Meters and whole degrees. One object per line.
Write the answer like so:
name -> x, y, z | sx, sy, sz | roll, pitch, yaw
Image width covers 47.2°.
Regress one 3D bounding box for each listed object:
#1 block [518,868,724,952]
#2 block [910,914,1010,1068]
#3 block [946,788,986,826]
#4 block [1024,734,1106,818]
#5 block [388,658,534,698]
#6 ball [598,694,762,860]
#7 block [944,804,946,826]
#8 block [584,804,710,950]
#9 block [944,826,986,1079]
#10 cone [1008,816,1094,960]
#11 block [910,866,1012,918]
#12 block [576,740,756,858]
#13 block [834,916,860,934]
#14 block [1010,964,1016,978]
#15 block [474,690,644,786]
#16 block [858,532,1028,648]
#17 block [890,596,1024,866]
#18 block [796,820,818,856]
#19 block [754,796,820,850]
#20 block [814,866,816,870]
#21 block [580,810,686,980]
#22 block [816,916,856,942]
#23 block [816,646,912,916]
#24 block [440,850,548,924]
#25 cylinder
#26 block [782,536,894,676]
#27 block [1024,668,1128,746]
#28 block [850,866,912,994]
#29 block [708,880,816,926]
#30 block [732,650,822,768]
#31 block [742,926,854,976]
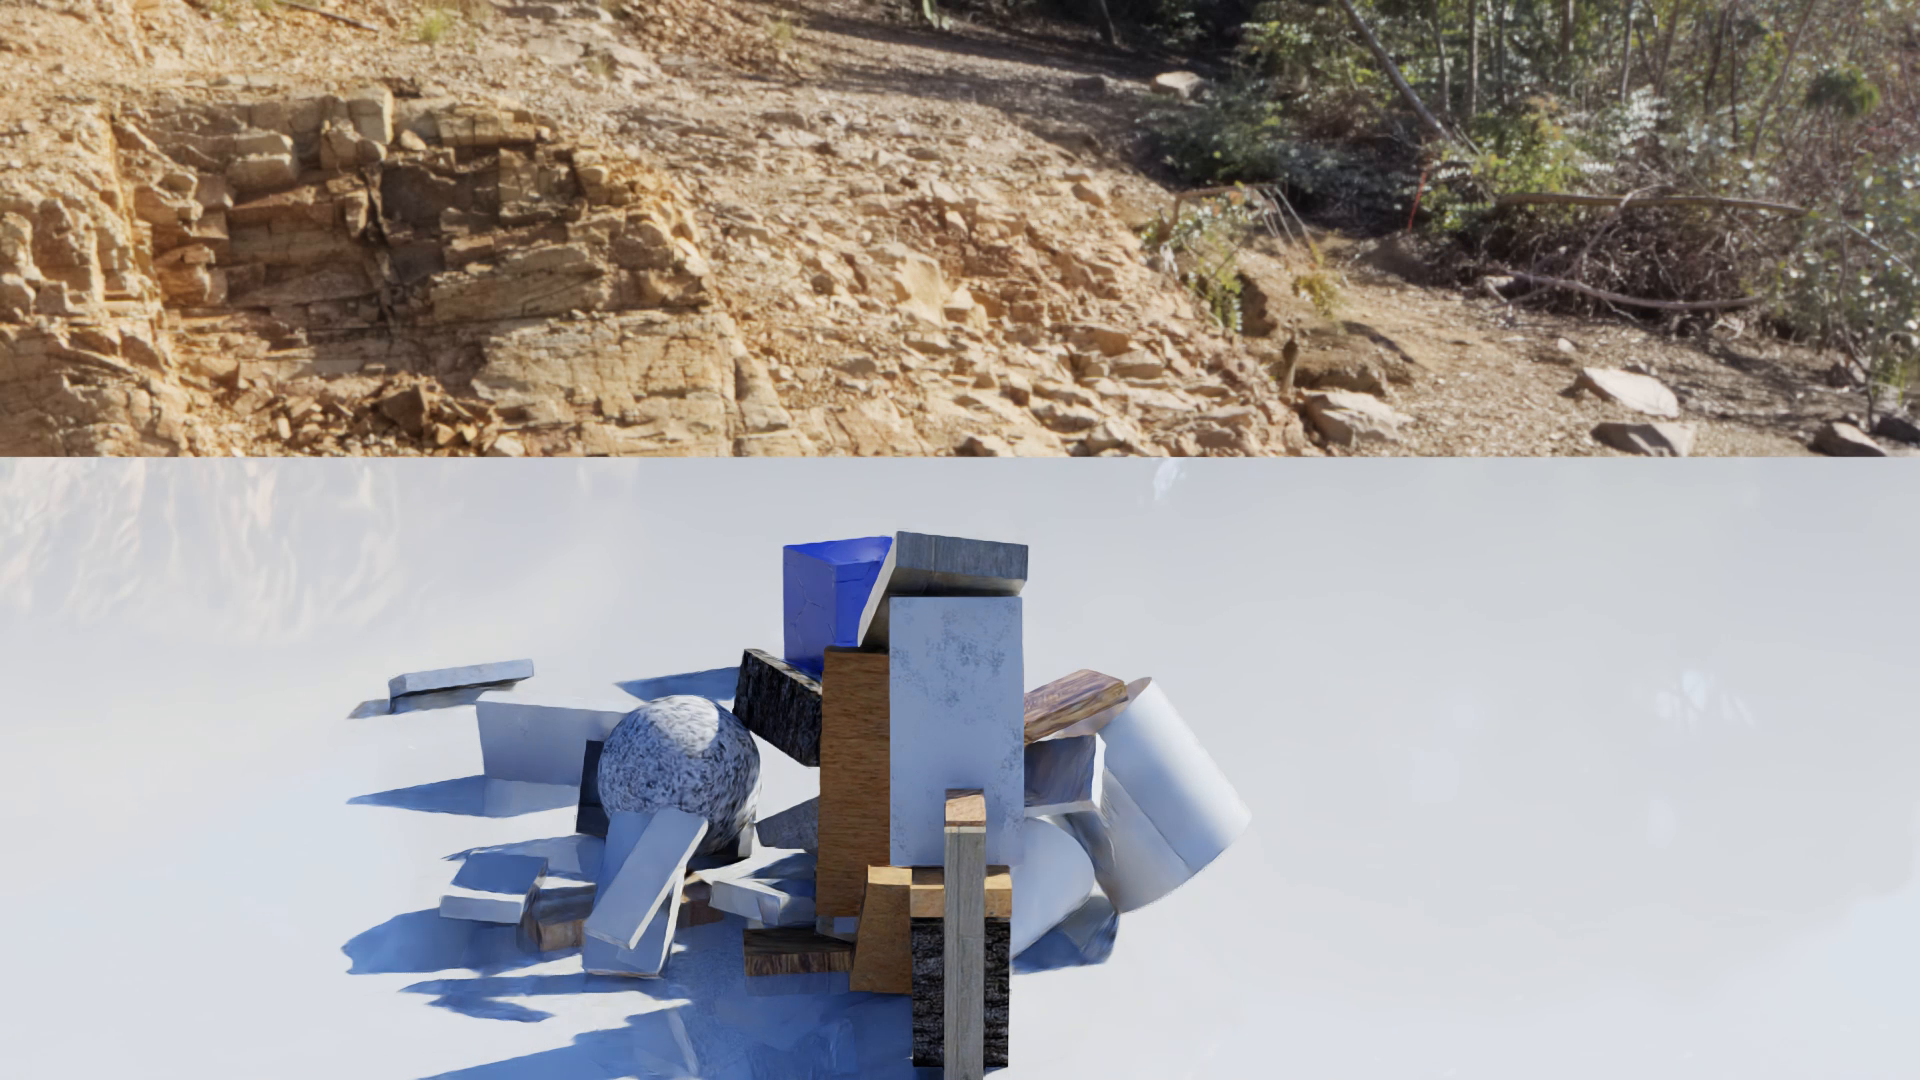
block -> -0.547, 0.593, 3.536 | 0.299, 0.042, 0.149 | -5, 12, -27
block -> 0.001, 0.597, 2.936 | 0.130, 0.259, 0.037 | 0, 32, 0
block -> 0.007, 0.350, 2.851 | 0.051, 0.015, 0.103 | 0, 17, -1
block -> 0.111, 0.370, 3.394 | 0.225, 0.112, 0.032 | -10, -37, 26
block -> -1.120, 0.311, 4.940 | 0.291, 0.041, 0.145 | -6, -6, -30
ball -> -0.465, 0.394, 3.656 | 0.273, 0.273, 0.273 | 0, 11, 0
block -> 0.006, 0.394, 2.871 | 0.051, 0.103, 0.015 | 0, -29, 0
block -> -0.467, 0.502, 3.286 | 0.078, 0.022, 0.235 | 15, 51, 20
block -> 0.006, 0.545, 2.840 | 0.051, 0.399, 0.015 | 0, 24, -1
cone -> 0.070, 0.588, 3.389 | 0.235, 0.235, 0.235 | 3, 38, 16
block -> 0.000, 0.452, 2.947 | 0.130, 0.037, 0.259 | 0, 6, -1
block -> -0.519, 0.458, 3.906 | 0.335, 0.167, 0.047 | 5, -4, 24
block -> -0.114, 0.501, 3.373 | 0.149, 0.042, 0.299 | 1, 24, -2
block -> -0.024, 0.613, 3.313 | 0.104, 0.030, 0.209 | 26, -7, -39
block -> -0.770, 0.390, 4.270 | 0.335, 0.167, 0.047 | 3, 21, 16
block -> -0.029, 0.085, 3.066 | 0.177, 0.050, 0.355 | 6, -22, -9
block -> -0.005, 0.254, 2.935 | 0.177, 0.355, 0.050 | 0, -4, 0
block -> -0.164, 0.487, 3.676 | 0.145, 0.041, 0.291 | -22, -15, 5
block -> -0.223, 0.479, 3.736 | 0.145, 0.041, 0.291 | -24, -16, 13
block -> -0.141, 0.526, 3.576 | 0.104, 0.030, 0.209 | -23, -15, 20
block -> -0.489, 0.538, 3.344 | 0.123, 0.247, 0.035 | 2, -25, 12
block -> -0.165, 0.594, 3.333 | 0.107, 0.015, 0.054 | 17, 7, -9
block -> -0.113, 0.351, 3.183 | 0.177, 0.387, 0.050 | 2, 7, 0
block -> -0.740, 0.552, 3.504 | 0.123, 0.035, 0.247 | 5, 8, -2
cylinder -> 0.282, 0.411, 3.566 | 0.272, 0.272, 0.272 | -36, 2, 2
block -> -0.234, 0.160, 5.223 | 0.278, 0.278, 0.278 | -6, 12, -30
block -> 0.134, 0.262, 3.394 | 0.225, 0.032, 0.112 | -22, 17, -26
block -> -0.089, 0.565, 3.169 | 0.115, 0.230, 0.033 | 5, 38, -7
block -> -0.232, 0.567, 3.453 | 0.149, 0.042, 0.299 | 6, -3, 41
block -> -0.293, 0.278, 3.654 | 0.035, 0.123, 0.247 | 3, 13, -37
block -> -0.216, 0.628, 3.376 | 0.230, 0.033, 0.115 | -1, 11, -7
